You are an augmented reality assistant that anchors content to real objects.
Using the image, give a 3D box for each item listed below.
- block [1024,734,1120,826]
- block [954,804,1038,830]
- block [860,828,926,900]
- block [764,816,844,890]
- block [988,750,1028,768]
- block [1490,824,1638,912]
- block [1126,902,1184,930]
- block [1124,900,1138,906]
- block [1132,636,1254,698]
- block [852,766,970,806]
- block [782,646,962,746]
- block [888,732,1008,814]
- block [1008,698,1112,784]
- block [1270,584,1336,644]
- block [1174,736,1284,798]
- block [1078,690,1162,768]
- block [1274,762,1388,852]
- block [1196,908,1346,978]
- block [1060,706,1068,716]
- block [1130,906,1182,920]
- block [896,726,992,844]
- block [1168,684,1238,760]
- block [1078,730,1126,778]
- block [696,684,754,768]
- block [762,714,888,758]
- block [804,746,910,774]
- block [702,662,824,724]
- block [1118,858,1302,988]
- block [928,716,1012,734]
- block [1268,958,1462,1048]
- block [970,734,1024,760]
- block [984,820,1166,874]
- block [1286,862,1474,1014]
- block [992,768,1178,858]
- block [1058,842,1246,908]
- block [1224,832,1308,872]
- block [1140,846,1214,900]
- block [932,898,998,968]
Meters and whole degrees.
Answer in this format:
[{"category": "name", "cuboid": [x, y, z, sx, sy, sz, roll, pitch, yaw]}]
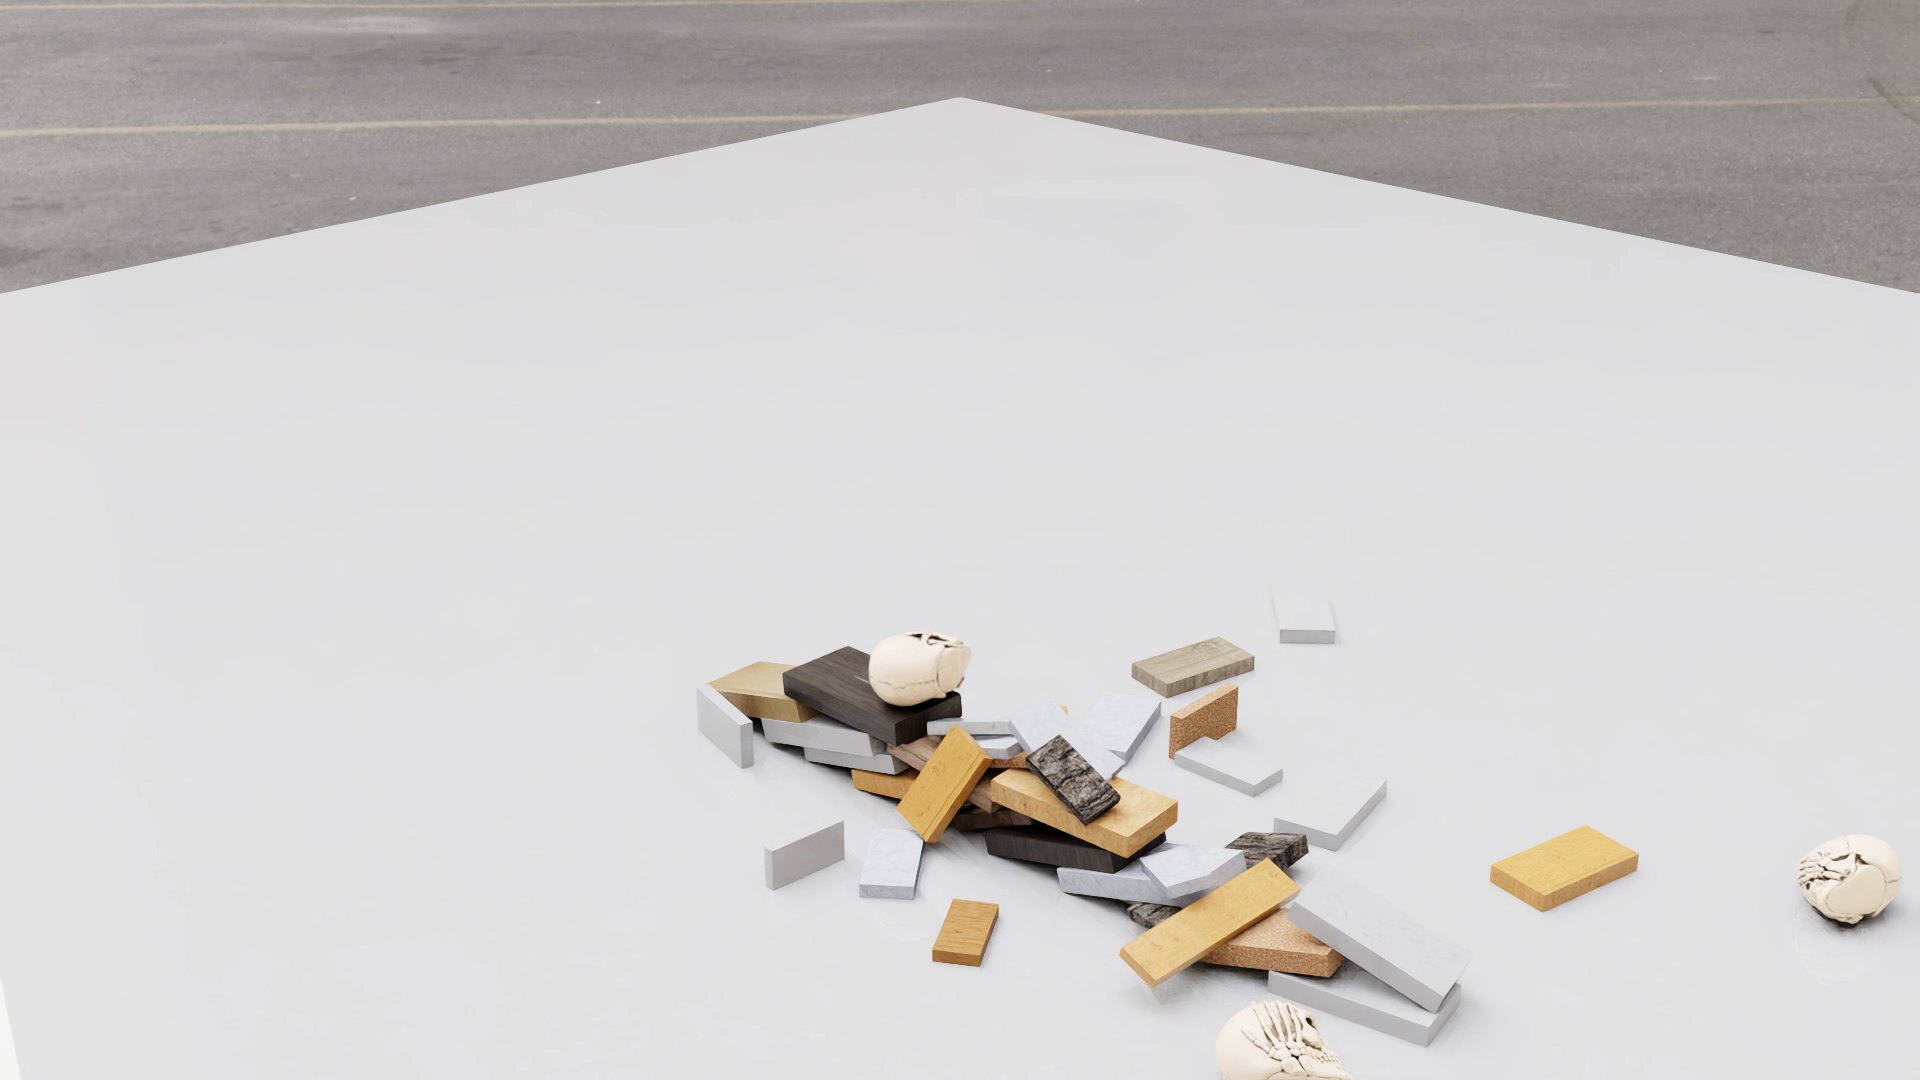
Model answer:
[{"category": "block", "cuboid": [0.211, 0.449, 4.123, 0.086, 0.024, 0.172, -31, 61, -27]}, {"category": "block", "cuboid": [0.099, 0.532, 4.351, 0.110, 0.031, 0.220, -23, 8, -42]}, {"category": "block", "cuboid": [-0.129, 0.625, 4.250, 0.104, 0.029, 0.208, 2, 23, 5]}, {"category": "block", "cuboid": [-0.298, 0.602, 4.231, 0.175, 0.087, 0.025, -19, 30, -38]}, {"category": "block", "cuboid": [0.115, 0.419, 4.295, 0.159, 0.023, 0.080, -6, 15, 40]}, {"category": "block", "cuboid": [1.162, 0.630, 4.228, 0.266, 0.038, 0.133, -15, 27, -31]}, {"category": "block", "cuboid": [0.367, 0.684, 3.994, 0.067, 0.019, 0.135, -20, 16, -22]}, {"category": "block", "cuboid": [0.338, 0.660, 4.128, 0.067, 0.019, 0.135, -15, 11, -22]}, {"category": "block", "cuboid": [0.534, 0.290, 5.031, 0.256, 0.036, 0.128, -15, 27, -31]}, {"category": "block", "cuboid": [-0.070, 0.483, 4.489, 0.290, 0.041, 0.145, 6, 22, 45]}, {"category": "block", "cuboid": [-0.184, 0.319, 4.547, 0.180, 0.051, 0.359, -22, 28, -38]}, {"category": "block", "cuboid": [0.007, 0.440, 4.400, 0.290, 0.041, 0.145, 27, 36, 37]}, {"category": "block", "cuboid": [0.190, 0.403, 4.191, 0.102, 0.029, 0.204, -23, 58, -23]}, {"category": "block", "cuboid": [0.824, 0.178, 5.295, 0.128, 0.036, 0.257, 1, 23, 3]}, {"category": "block", "cuboid": [0.563, 0.474, 4.607, 0.204, 0.029, 0.102, 20, 30, 39]}, {"category": "block", "cuboid": [0.336, 0.407, 4.756, 0.128, 0.036, 0.257, 9, 25, 20]}, {"category": "block", "cuboid": [0.751, 0.537, 4.446, 0.133, 0.038, 0.266, 14, 27, 29]}, {"category": "block", "cuboid": [0.553, 0.713, 3.941, 0.298, 0.042, 0.149, 0, 19, 34]}, {"category": "block", "cuboid": [0.184, 0.442, 4.578, 0.031, 0.110, 0.220, 6, 24, 14]}, {"category": "block", "cuboid": [0.377, 0.689, 4.055, 0.068, 0.019, 0.135, -23, 15, -31]}, {"category": "block", "cuboid": [-0.031, 0.478, 4.306, 0.029, 0.208, 0.104, 18, 21, -50]}, {"category": "block", "cuboid": [0.523, 0.390, 4.712, 0.029, 0.102, 0.204, 20, 30, 38]}, {"category": "block", "cuboid": [0.231, 0.409, 4.239, 0.159, 0.023, 0.080, 33, 37, 19]}, {"category": "block", "cuboid": [-0.502, 0.397, 4.693, 0.029, 0.104, 0.208, -14, 27, -29]}, {"category": "block", "cuboid": [-0.237, 0.384, 4.634, 0.180, 0.051, 0.359, -22, 16, -39]}, {"category": "block", "cuboid": [-0.181, 0.430, 4.594, 0.145, 0.041, 0.290, -23, 16, -39]}, {"category": "block", "cuboid": [-0.395, 0.329, 4.793, 0.180, 0.051, 0.359, -22, 16, -39]}, {"category": "block", "cuboid": [0.449, 0.680, 3.924, 0.387, 0.024, 0.086, -23, 52, -37]}, {"category": "block", "cuboid": [0.068, 0.368, 4.360, 0.254, 0.025, 0.087, -3, 0, 26]}, {"category": "block", "cuboid": [0.708, 0.786, 3.854, 0.298, 0.042, 0.149, 14, 27, 30]}, {"category": "block", "cuboid": [0.064, 0.403, 4.323, 0.159, 0.023, 0.080, -3, 17, 47]}, {"category": "block", "cuboid": [0.220, 0.573, 4.248, 0.323, 0.046, 0.162, 1, 18, 44]}, {"category": "block", "cuboid": [0.733, 0.693, 3.843, 0.298, 0.042, 0.149, 32, 34, 19]}, {"category": "block", "cuboid": [0.236, 0.497, 4.195, 0.323, 0.046, 0.162, 19, 31, 36]}, {"category": "block", "cuboid": [0.358, 0.621, 4.122, 0.323, 0.046, 0.162, -1, 16, 44]}, {"category": "block", "cuboid": [0.540, 0.620, 4.178, 0.133, 0.038, 0.266, -4, 12, 38]}, {"category": "block", "cuboid": [0.392, 0.603, 3.994, 0.086, 0.024, 0.172, -15, 12, -9]}, {"category": "block", "cuboid": [0.011, 0.719, 4.034, 0.087, 0.025, 0.175, 5, 23, 11]}]
